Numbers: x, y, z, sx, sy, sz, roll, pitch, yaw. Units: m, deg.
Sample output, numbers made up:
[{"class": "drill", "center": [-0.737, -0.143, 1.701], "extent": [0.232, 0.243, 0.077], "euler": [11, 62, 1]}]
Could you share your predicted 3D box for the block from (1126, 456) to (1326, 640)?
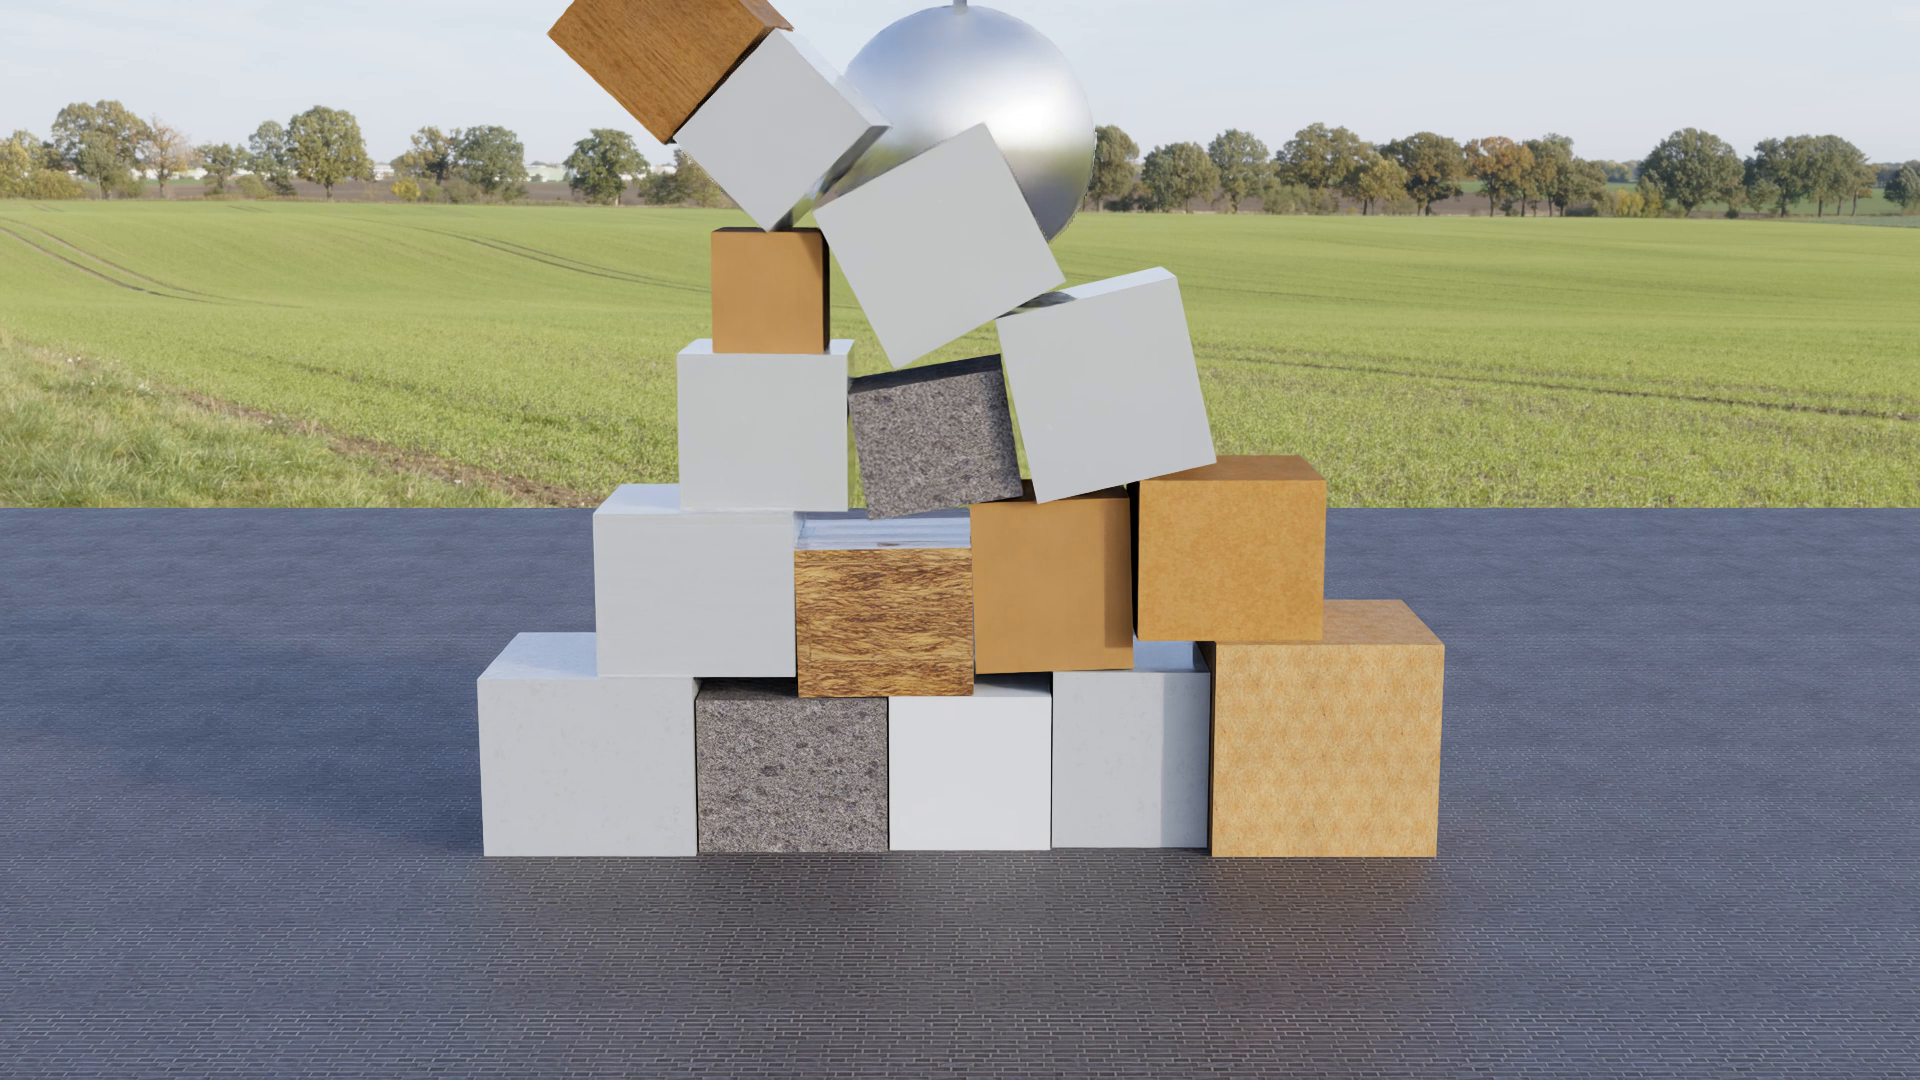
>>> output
[{"class": "block", "center": [1.327, 0.026, 11.169], "extent": [0.907, 0.797, 0.873], "euler": [0, 10, 0]}]

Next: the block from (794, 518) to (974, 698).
[{"class": "block", "center": [-0.372, 0.331, 11.256], "extent": [0.867, 0.743, 0.869], "euler": [-1, 10, 0]}]

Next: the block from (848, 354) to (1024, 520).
[{"class": "block", "center": [-0.118, -0.532, 11.099], "extent": [0.764, 0.630, 0.783], "euler": [-9, 10, 2]}]

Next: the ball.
[{"class": "ball", "center": [0.000, -2.364, 13.083], "extent": [1.600, 1.600, 1.600], "euler": [0, 10, 0]}]

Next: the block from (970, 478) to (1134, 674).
[{"class": "block", "center": [0.456, 0.164, 11.217], "extent": [0.784, 0.859, 0.728], "euler": [-2, 10, 0]}]

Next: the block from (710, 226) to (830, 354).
[{"class": "block", "center": [-0.932, -1.250, 10.932], "extent": [0.536, 0.582, 0.610], "euler": [0, 11, 0]}]

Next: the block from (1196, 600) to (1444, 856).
[{"class": "block", "center": [1.808, 0.946, 11.350], "extent": [1.113, 1.078, 1.076], "euler": [0, 10, 0]}]

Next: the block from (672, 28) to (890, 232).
[{"class": "block", "center": [-0.858, -2.005, 10.786], "extent": [0.636, 0.716, 0.733], "euler": [45, 11, -3]}]

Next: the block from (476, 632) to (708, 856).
[{"class": "block", "center": [-1.839, 1.033, 11.360], "extent": [1.051, 0.903, 1.046], "euler": [0, 10, 0]}]

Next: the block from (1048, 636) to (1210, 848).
[{"class": "block", "center": [0.852, 1.029, 11.385], "extent": [0.780, 0.902, 0.822], "euler": [0, 10, 0]}]

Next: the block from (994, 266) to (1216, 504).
[{"class": "block", "center": [0.707, -0.794, 11.024], "extent": [0.890, 0.921, 0.869], "euler": [-13, 10, 3]}]

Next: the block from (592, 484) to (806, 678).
[{"class": "block", "center": [-1.299, 0.188, 11.211], "extent": [0.971, 0.813, 0.953], "euler": [0, 10, 0]}]

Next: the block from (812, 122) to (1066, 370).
[{"class": "block", "center": [-0.101, -1.472, 10.911], "extent": [0.930, 0.854, 0.785], "euler": [-27, 9, 4]}]

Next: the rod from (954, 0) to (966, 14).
[{"class": "rod", "center": [0.000, -5.222, 11.242], "extent": [0.080, 5.200, 0.080], "euler": [0, 33, 0]}]

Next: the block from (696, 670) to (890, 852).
[{"class": "block", "center": [-0.832, 1.093, 11.376], "extent": [0.941, 0.779, 0.930], "euler": [0, 10, 0]}]

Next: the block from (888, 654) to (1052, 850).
[{"class": "block", "center": [0.050, 1.085, 11.395], "extent": [0.804, 0.789, 0.911], "euler": [0, 10, 0]}]

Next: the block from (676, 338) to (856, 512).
[{"class": "block", "center": [-0.958, -0.592, 11.088], "extent": [0.822, 0.768, 0.795], "euler": [0, 11, 0]}]

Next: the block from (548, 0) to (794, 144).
[{"class": "block", "center": [-1.397, -2.481, 10.717], "extent": [0.762, 0.754, 0.641], "euler": [43, 15, -2]}]
